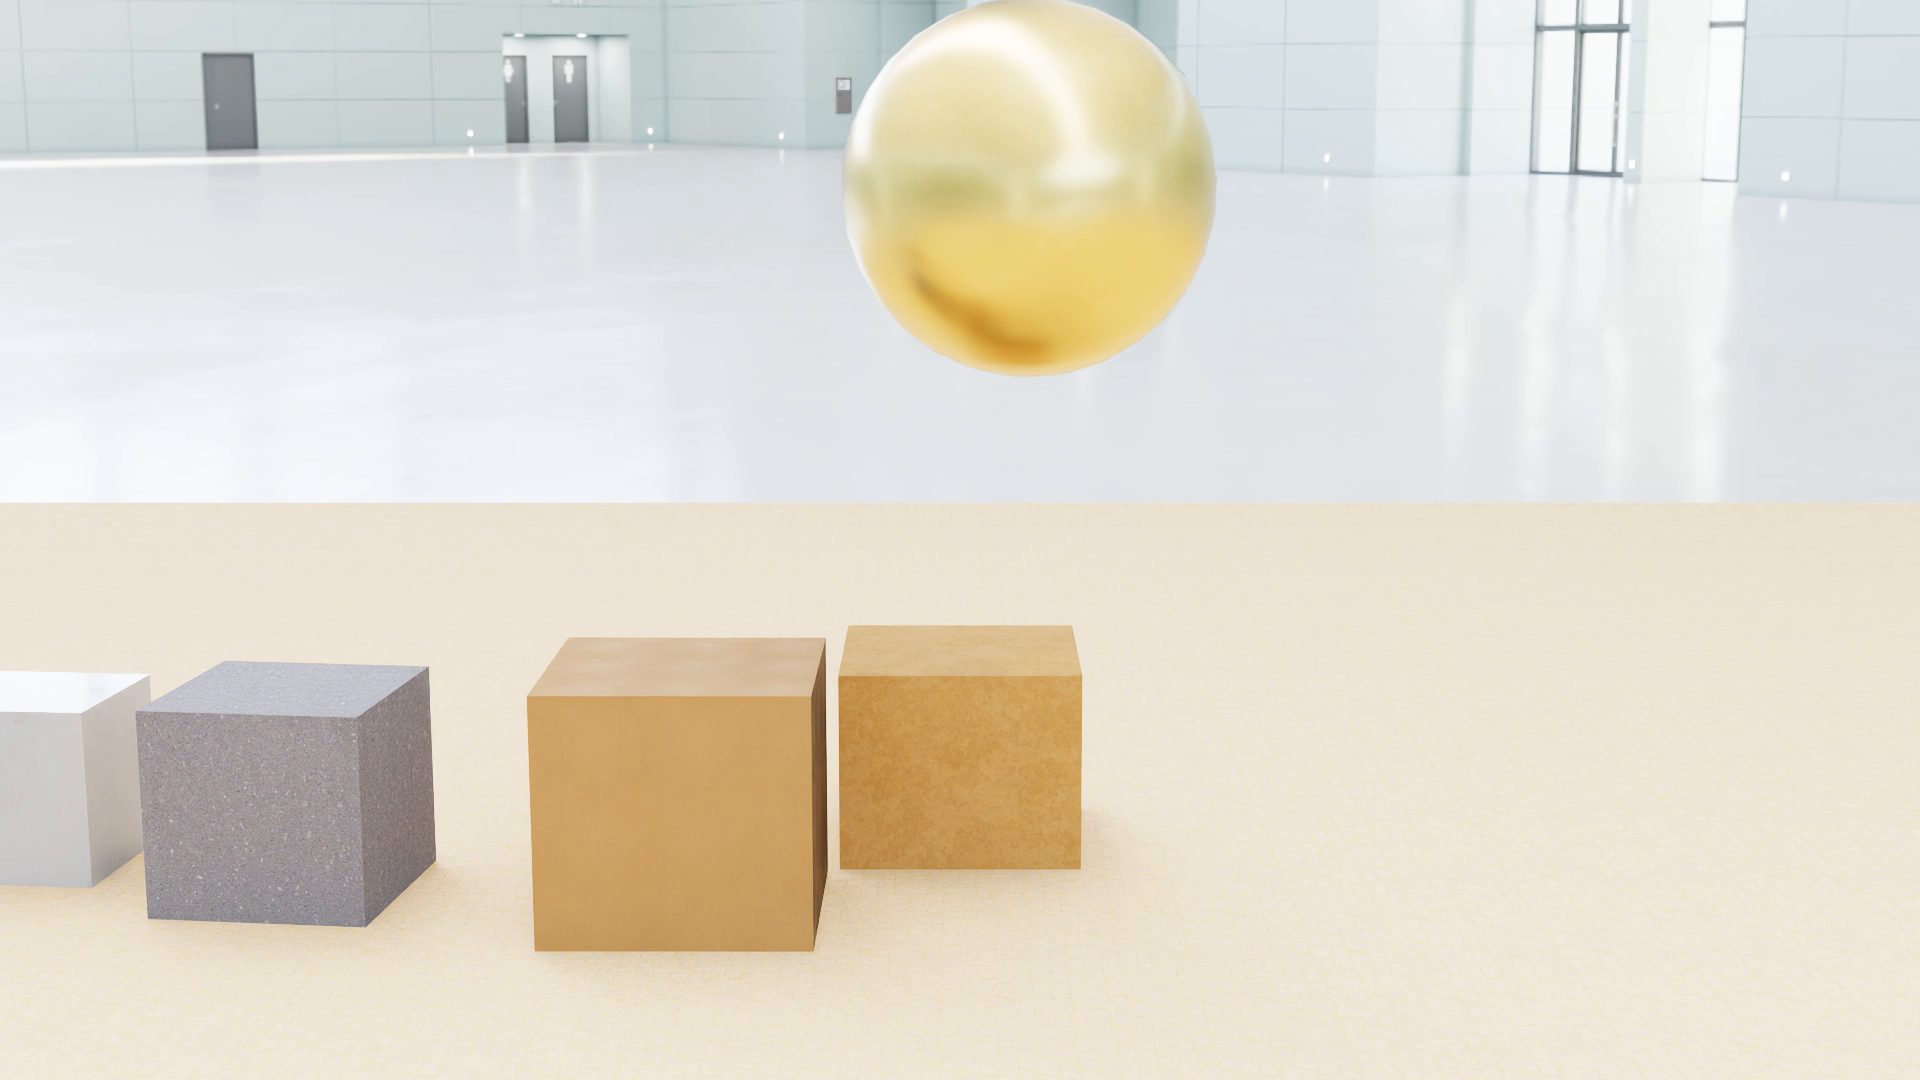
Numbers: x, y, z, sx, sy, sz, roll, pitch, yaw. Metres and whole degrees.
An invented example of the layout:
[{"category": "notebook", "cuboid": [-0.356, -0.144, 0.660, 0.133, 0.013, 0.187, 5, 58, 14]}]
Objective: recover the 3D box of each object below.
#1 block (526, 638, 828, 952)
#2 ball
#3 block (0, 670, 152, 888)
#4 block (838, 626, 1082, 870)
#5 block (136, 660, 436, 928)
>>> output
[{"category": "block", "cuboid": [-1.157, 1.048, 10.832, 1.131, 1.062, 1.082, 0, 10, 0]}, {"category": "ball", "cuboid": [0.293, -1.493, 10.909, 1.600, 1.600, 1.600, 0, 10, 0]}, {"category": "block", "cuboid": [-4.135, 1.062, 11.528, 0.764, 0.786, 0.729, 1, 10, 5]}, {"category": "block", "cuboid": [0.001, 0.942, 11.906, 1.078, 0.887, 1.055, 0, 10, 0]}, {"category": "block", "cuboid": [-2.893, 1.079, 11.116, 0.949, 0.900, 0.933, 1, 10, 7]}]
